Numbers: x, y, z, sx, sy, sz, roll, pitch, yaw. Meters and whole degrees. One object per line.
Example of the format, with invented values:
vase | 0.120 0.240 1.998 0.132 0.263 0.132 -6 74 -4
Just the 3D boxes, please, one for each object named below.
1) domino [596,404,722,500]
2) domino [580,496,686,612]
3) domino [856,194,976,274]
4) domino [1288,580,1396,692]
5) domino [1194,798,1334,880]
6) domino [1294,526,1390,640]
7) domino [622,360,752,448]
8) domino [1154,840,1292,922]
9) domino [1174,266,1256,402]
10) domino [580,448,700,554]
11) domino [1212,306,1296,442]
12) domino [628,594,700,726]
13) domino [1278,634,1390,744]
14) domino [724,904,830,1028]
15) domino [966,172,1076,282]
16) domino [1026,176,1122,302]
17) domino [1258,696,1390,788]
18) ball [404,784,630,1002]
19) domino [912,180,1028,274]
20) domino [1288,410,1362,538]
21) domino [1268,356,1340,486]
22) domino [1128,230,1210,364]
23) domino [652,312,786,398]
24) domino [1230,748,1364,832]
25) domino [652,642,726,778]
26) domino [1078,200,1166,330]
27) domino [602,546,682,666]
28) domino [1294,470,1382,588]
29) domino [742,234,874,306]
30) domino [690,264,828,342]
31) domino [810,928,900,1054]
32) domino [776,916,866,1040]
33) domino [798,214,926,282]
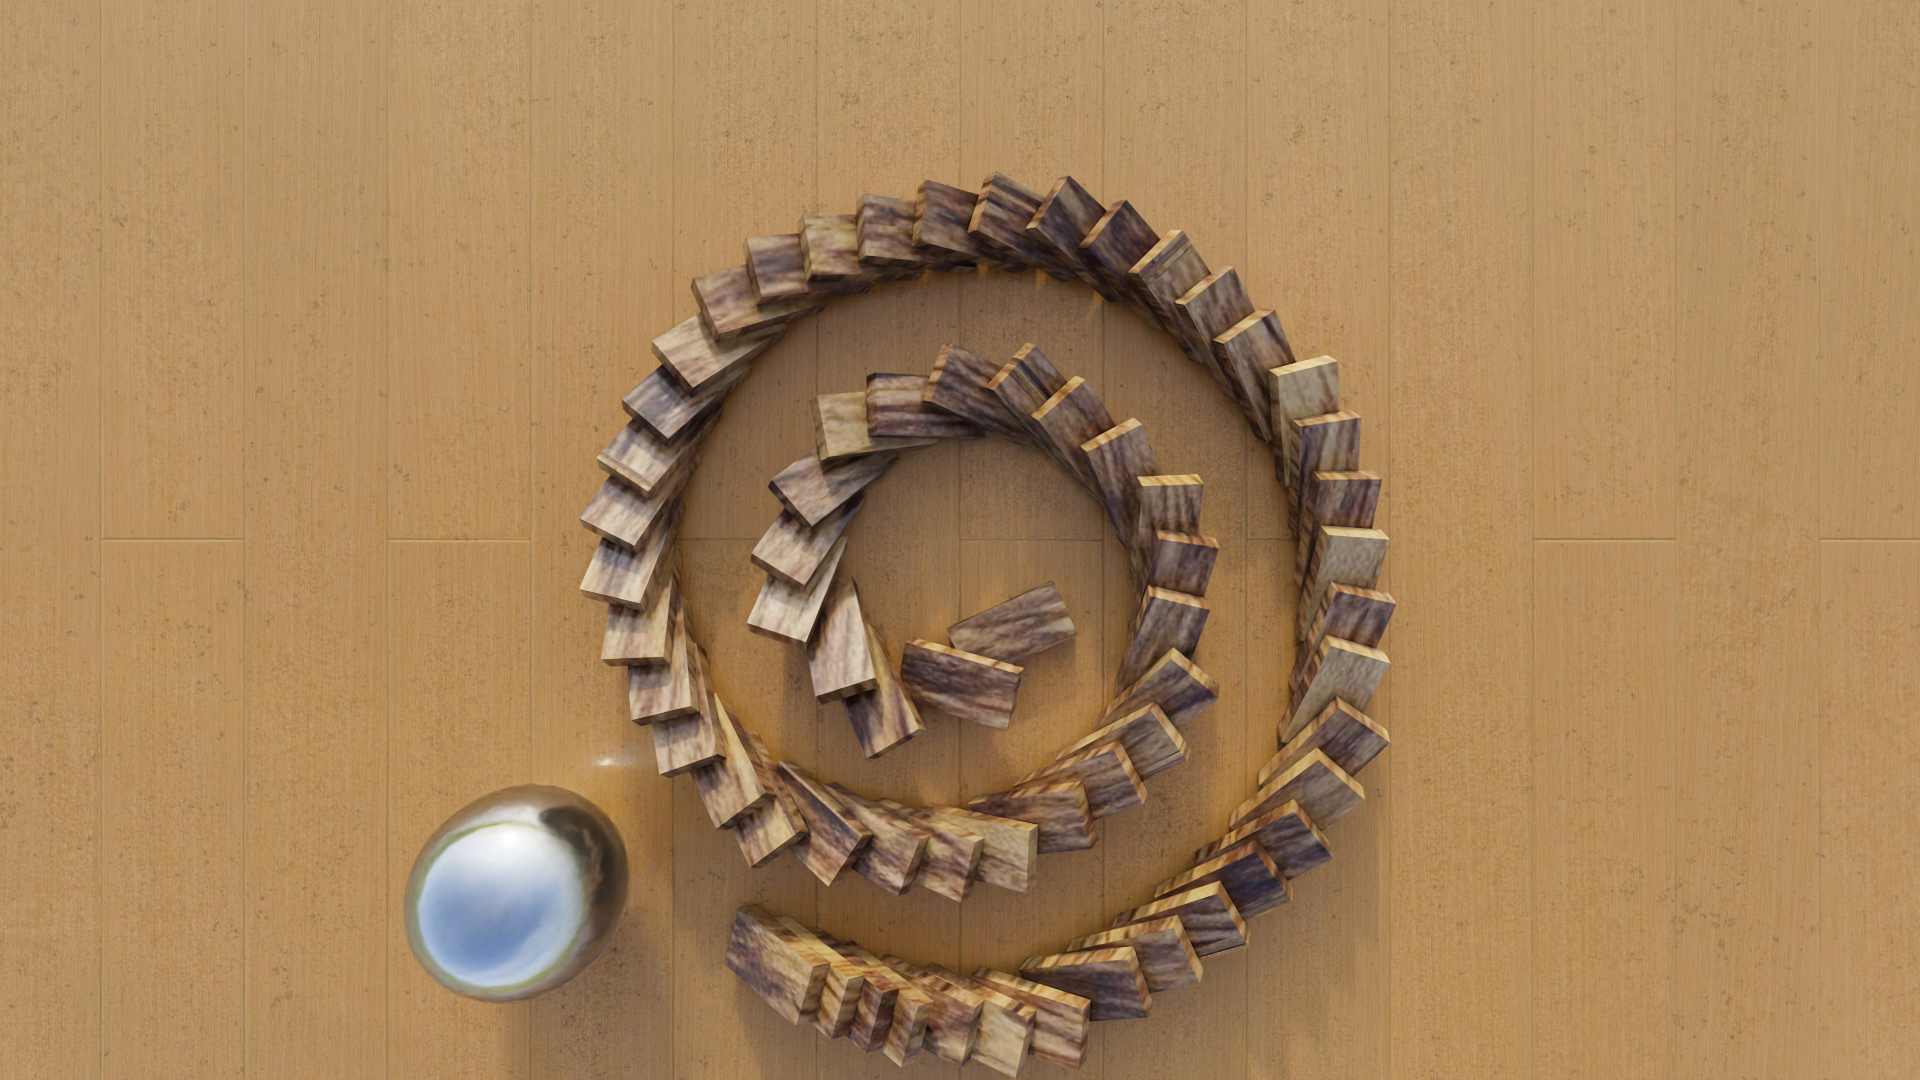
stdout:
domino | -0.125 -0.044 0.385 0.025 0.010 0.050 33 64 0
domino | -0.137 0.003 0.385 0.025 0.009 0.050 13 63 0
domino | -0.018 -0.128 0.385 0.050 0.009 0.025 -2 90 -26
domino | 0.160 0.043 0.385 0.025 0.010 0.050 12 115 0
domino | 0.127 0.132 0.385 0.050 0.010 0.025 -40 90 25
domino | 0.160 0.019 0.385 0.025 0.009 0.050 4 115 0
domino | -0.114 -0.065 0.385 0.025 0.010 0.050 40 64 0
domino | 0.110 0.148 0.385 0.050 0.009 0.025 -36 90 25
domino | 0.113 -0.086 0.385 0.025 0.010 0.050 -38 116 0
domino | -0.133 -0.022 0.385 0.025 0.010 0.050 26 64 0
domino | 0.128 -0.069 0.385 0.025 0.010 0.050 -33 116 0
domino | -0.125 0.050 0.385 0.025 0.010 0.050 -14 64 0
domino | 0.156 0.066 0.385 0.025 0.009 0.050 16 115 0
domino | -0.077 0.175 0.380 0.050 0.010 0.025 16 90 40
domino | 0.030 -0.131 0.385 0.050 0.009 0.025 18 90 -27
domino | 0.054 -0.126 0.385 0.050 0.010 0.025 33 90 -26
domino | 0.152 0.092 0.385 0.025 0.010 0.050 34 116 0
ball | -0.172 0.137 0.360 0.080 0.080 0.080 0 90 0
domino | 0.006 -0.131 0.385 0.050 0.009 0.025 6 90 -26
domino | 0.153 -0.027 0.385 0.025 0.009 0.050 -9 116 0
domino | 0.145 -0.049 0.385 0.025 0.009 0.050 -14 116 0
domino | 0.095 -0.102 0.385 0.025 0.009 0.050 -44 115 0
domino | -0.100 -0.084 0.385 0.050 0.010 0.025 -41 90 -26
domino | 0.141 0.112 0.385 0.025 0.009 0.050 41 116 0
domino | -0.116 0.071 0.385 0.025 0.009 0.050 -19 65 0
domino | 0.075 -0.115 0.385 0.050 0.009 0.025 39 90 -26
domino | -0.133 0.027 0.385 0.025 0.010 0.050 -2 64 0
domino | 0.158 -0.004 0.385 0.025 0.009 0.050 0 115 0
domino | -0.063 -0.115 0.385 0.050 0.009 0.025 -14 90 -26
domino | -0.084 -0.103 0.385 0.050 0.009 0.025 -24 90 -26
domino | -0.049 0.186 0.380 0.050 0.010 0.025 16 90 40
domino | -0.063 0.180 0.380 0.050 0.010 0.025 16 90 40
domino | -0.041 -0.123 0.385 0.050 0.010 0.025 -9 90 -26
